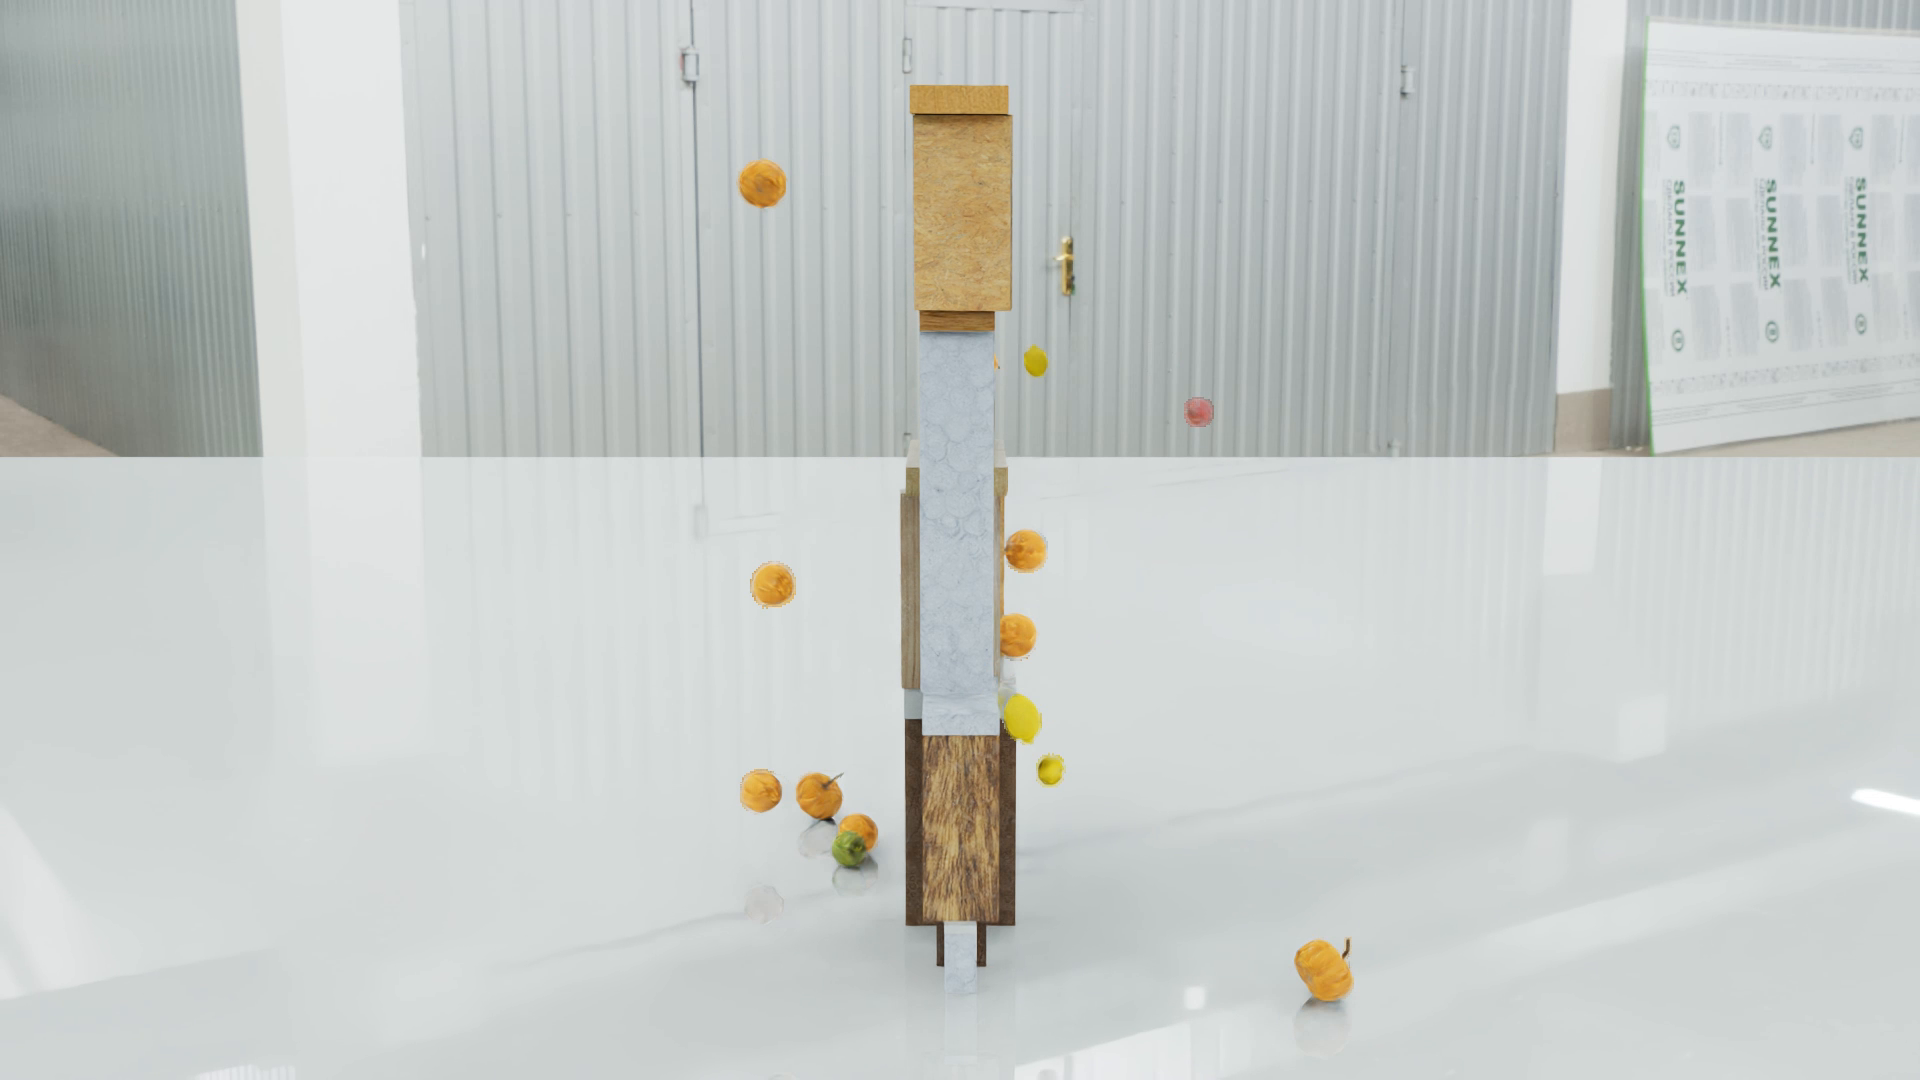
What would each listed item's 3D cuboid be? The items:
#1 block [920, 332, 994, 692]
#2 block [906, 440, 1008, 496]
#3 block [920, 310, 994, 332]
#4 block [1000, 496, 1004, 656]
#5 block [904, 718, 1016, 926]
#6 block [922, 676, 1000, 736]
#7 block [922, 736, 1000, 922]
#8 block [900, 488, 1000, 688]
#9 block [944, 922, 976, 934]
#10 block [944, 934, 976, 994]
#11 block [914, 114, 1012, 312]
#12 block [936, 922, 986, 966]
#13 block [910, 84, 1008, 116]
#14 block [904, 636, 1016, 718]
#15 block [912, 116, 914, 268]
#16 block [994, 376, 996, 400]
[{"bbox_3d":[-0.005,-0.041,3.246,0.108,0.541,0.031,0,10,1],"label":"block"},{"bbox_3d":[-0.005,-0.116,3.475,0.153,0.043,0.307,0,11,0],"label":"block"},{"bbox_3d":[-0.003,-0.335,3.264,0.108,0.031,0.217,0,11,0],"label":"block"},{"bbox_3d":[-0.005,0.037,3.609,0.153,0.307,0.043,0,11,-1],"label":"block"},{"bbox_3d":[0.001,0.440,3.513,0.175,0.351,0.050,0,11,0],"label":"block"},{"bbox_3d":[0.001,0.245,3.270,0.111,0.031,0.222,0,10,0],"label":"block"},{"bbox_3d":[0.001,0.416,3.225,0.111,0.288,0.031,0,10,0],"label":"block"},{"bbox_3d":[-0.016,0.075,3.407,0.153,0.307,0.043,-1,10,-4],"label":"block"},{"bbox_3d":[-0.001,0.562,3.264,0.047,0.013,0.095,0,11,-2],"label":"block"},{"bbox_3d":[0.001,0.621,3.242,0.047,0.095,0.013,0,11,0],"label":"block"},{"bbox_3d":[0.005,-0.466,3.132,0.137,0.274,0.039,1,13,6],"label":"block"},{"bbox_3d":[0.003,0.573,3.346,0.076,0.152,0.022,0,11,1],"label":"block"},{"bbox_3d":[-0.002,-0.637,3.191,0.137,0.039,0.274,0,10,0],"label":"block"},{"bbox_3d":[0.001,0.222,3.592,0.175,0.050,0.351,0,11,0],"label":"block"},{"bbox_3d":[-0.002,-0.499,3.308,0.137,0.274,0.039,0,10,0],"label":"block"},{"bbox_3d":[0.002,-0.268,3.739,0.112,0.032,0.224,0,11,-1],"label":"block"}]
